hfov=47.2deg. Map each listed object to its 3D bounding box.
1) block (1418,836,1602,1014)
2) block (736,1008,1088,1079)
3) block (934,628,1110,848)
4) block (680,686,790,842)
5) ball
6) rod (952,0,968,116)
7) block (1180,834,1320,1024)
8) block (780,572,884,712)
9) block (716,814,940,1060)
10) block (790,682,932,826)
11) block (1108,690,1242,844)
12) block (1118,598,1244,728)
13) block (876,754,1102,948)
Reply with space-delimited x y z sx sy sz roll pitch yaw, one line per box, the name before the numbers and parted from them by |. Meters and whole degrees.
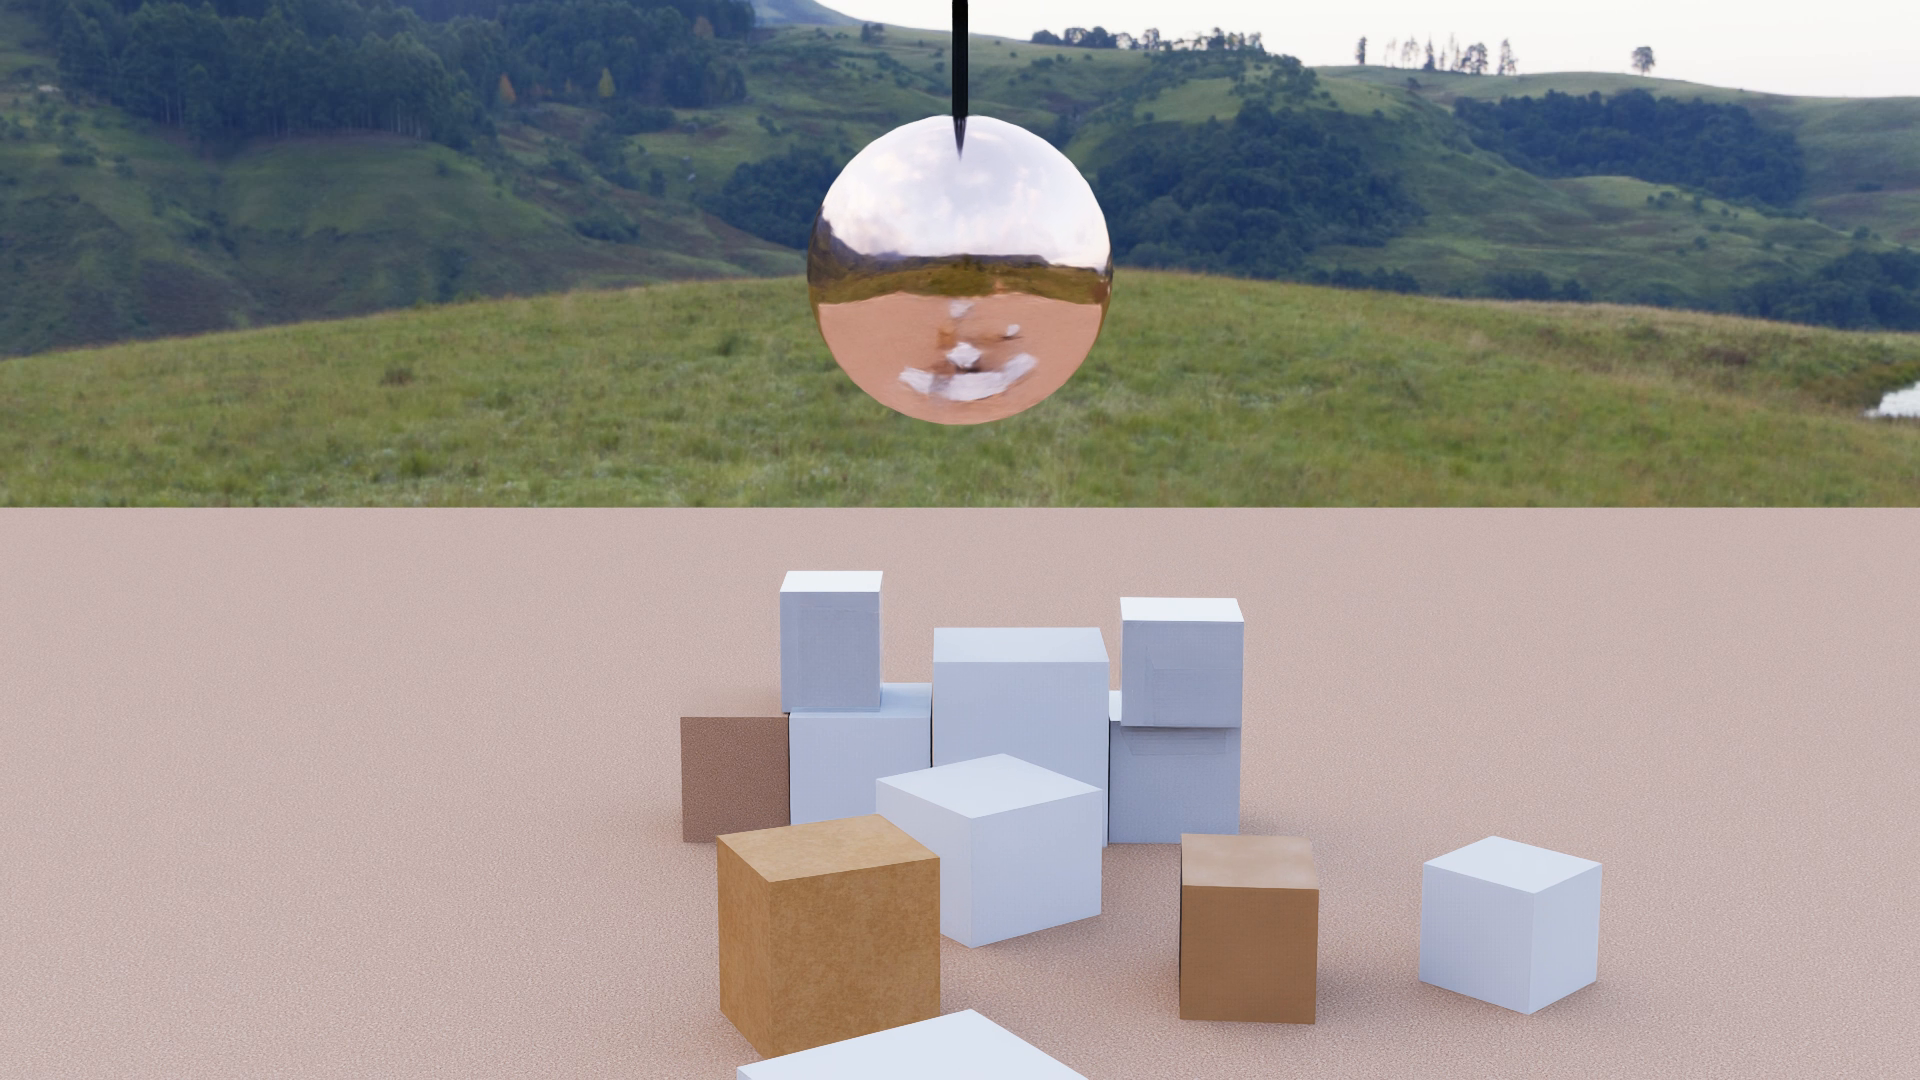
block | 2.317 1.610 9.264 0.532 0.517 0.528 -10 14 -43
block | -0.104 1.971 6.437 0.821 0.819 0.764 -7 12 -32
block | 0.302 1.005 11.356 0.874 0.959 0.777 0 10 0
block | -1.132 1.154 11.386 0.540 0.655 0.622 0 10 0
ball | 0.000 -1.398 11.441 1.600 1.600 1.600 0 10 0
rod | 0.000 -4.680 10.553 0.080 5.200 0.080 0 15 0
block | 1.190 1.605 9.149 0.542 0.568 0.671 1 10 5
block | -0.651 0.516 11.274 0.495 0.621 0.524 0 10 0
block | -0.529 1.581 8.792 0.707 0.744 0.623 -5 11 -24
block | -0.500 1.150 11.381 0.705 0.665 0.715 0 10 0
block | 1.086 1.166 11.369 0.656 0.639 0.607 0 10 1
block | 1.112 0.612 11.125 0.594 0.537 0.543 0 10 3
block | 0.129 1.412 10.136 0.740 0.595 0.745 -7 13 -35
